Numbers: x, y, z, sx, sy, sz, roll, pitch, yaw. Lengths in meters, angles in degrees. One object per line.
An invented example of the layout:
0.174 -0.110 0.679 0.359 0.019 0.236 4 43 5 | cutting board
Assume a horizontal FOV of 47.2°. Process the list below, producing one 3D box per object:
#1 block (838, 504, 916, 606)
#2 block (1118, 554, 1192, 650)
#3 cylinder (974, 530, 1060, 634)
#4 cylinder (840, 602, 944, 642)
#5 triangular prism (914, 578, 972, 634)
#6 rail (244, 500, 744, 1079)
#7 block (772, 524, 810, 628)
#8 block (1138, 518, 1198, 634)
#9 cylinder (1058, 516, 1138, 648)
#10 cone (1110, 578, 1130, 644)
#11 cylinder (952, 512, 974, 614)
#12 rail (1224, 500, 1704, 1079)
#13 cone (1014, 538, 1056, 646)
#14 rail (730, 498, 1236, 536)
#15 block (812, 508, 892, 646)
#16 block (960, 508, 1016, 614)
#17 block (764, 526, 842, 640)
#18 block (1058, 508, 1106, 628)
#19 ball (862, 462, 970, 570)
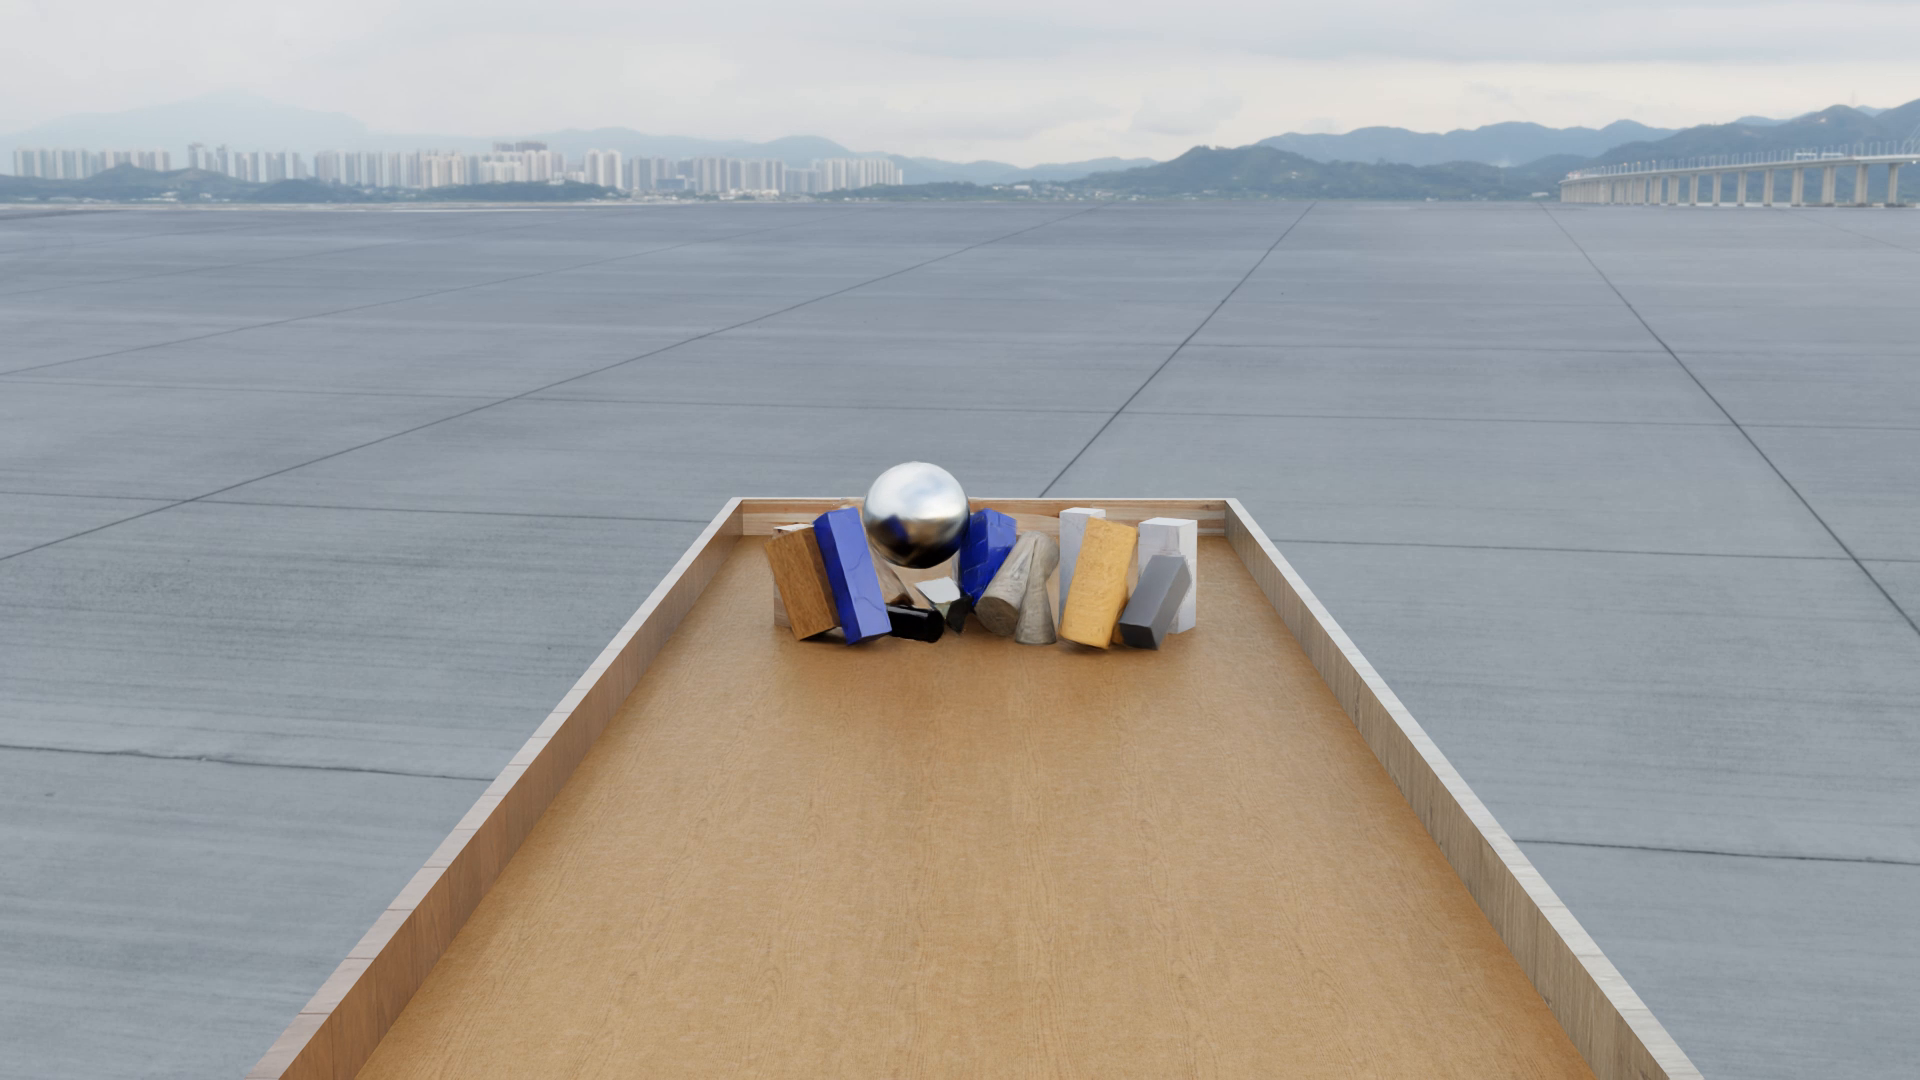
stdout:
-0.308 0.073 7.371 0.101 0.417 0.101 -37 -32 4 | block
0.614 0.195 6.920 0.108 0.108 0.301 7 48 29 | block
0.191 0.137 7.166 0.156 0.156 0.356 5 38 27 | cylinder
-0.229 0.255 7.068 0.380 0.103 0.103 7 12 39 | cylinder
-0.037 0.192 7.250 0.111 0.128 0.395 -40 14 -3 | triangular prism
-1.004 0.839 3.234 0.050 0.150 12.000 0 9 1 | rail
-0.526 0.118 7.234 0.124 0.322 0.124 8 12 42 | block
0.676 0.114 7.166 0.144 0.351 0.144 5 10 29 | block
0.431 0.133 6.848 0.160 0.384 0.160 14 -1 0 | cylinder
0.502 0.132 6.947 0.104 0.381 0.104 2 7 0 | cone
0.026 0.078 7.454 0.104 0.329 0.104 0 -23 0 | cylinder
1.046 0.843 3.208 0.050 0.150 12.000 0 9 1 | rail
0.241 0.152 6.951 0.135 0.344 0.135 0 9 0 | cone
0.099 -0.098 9.147 2.100 0.150 0.050 0 9 1 | rail
-0.341 0.114 6.927 0.109 0.413 0.109 -10 -12 -32 | block
0.096 0.079 7.313 0.131 0.327 0.131 21 -33 -38 | block
-0.471 0.132 7.018 0.156 0.327 0.156 -21 -3 31 | block
0.400 0.093 7.201 0.112 0.382 0.112 5 10 28 | block
-0.144 -0.081 7.262 0.358 0.358 0.358 0 9 0 | ball
